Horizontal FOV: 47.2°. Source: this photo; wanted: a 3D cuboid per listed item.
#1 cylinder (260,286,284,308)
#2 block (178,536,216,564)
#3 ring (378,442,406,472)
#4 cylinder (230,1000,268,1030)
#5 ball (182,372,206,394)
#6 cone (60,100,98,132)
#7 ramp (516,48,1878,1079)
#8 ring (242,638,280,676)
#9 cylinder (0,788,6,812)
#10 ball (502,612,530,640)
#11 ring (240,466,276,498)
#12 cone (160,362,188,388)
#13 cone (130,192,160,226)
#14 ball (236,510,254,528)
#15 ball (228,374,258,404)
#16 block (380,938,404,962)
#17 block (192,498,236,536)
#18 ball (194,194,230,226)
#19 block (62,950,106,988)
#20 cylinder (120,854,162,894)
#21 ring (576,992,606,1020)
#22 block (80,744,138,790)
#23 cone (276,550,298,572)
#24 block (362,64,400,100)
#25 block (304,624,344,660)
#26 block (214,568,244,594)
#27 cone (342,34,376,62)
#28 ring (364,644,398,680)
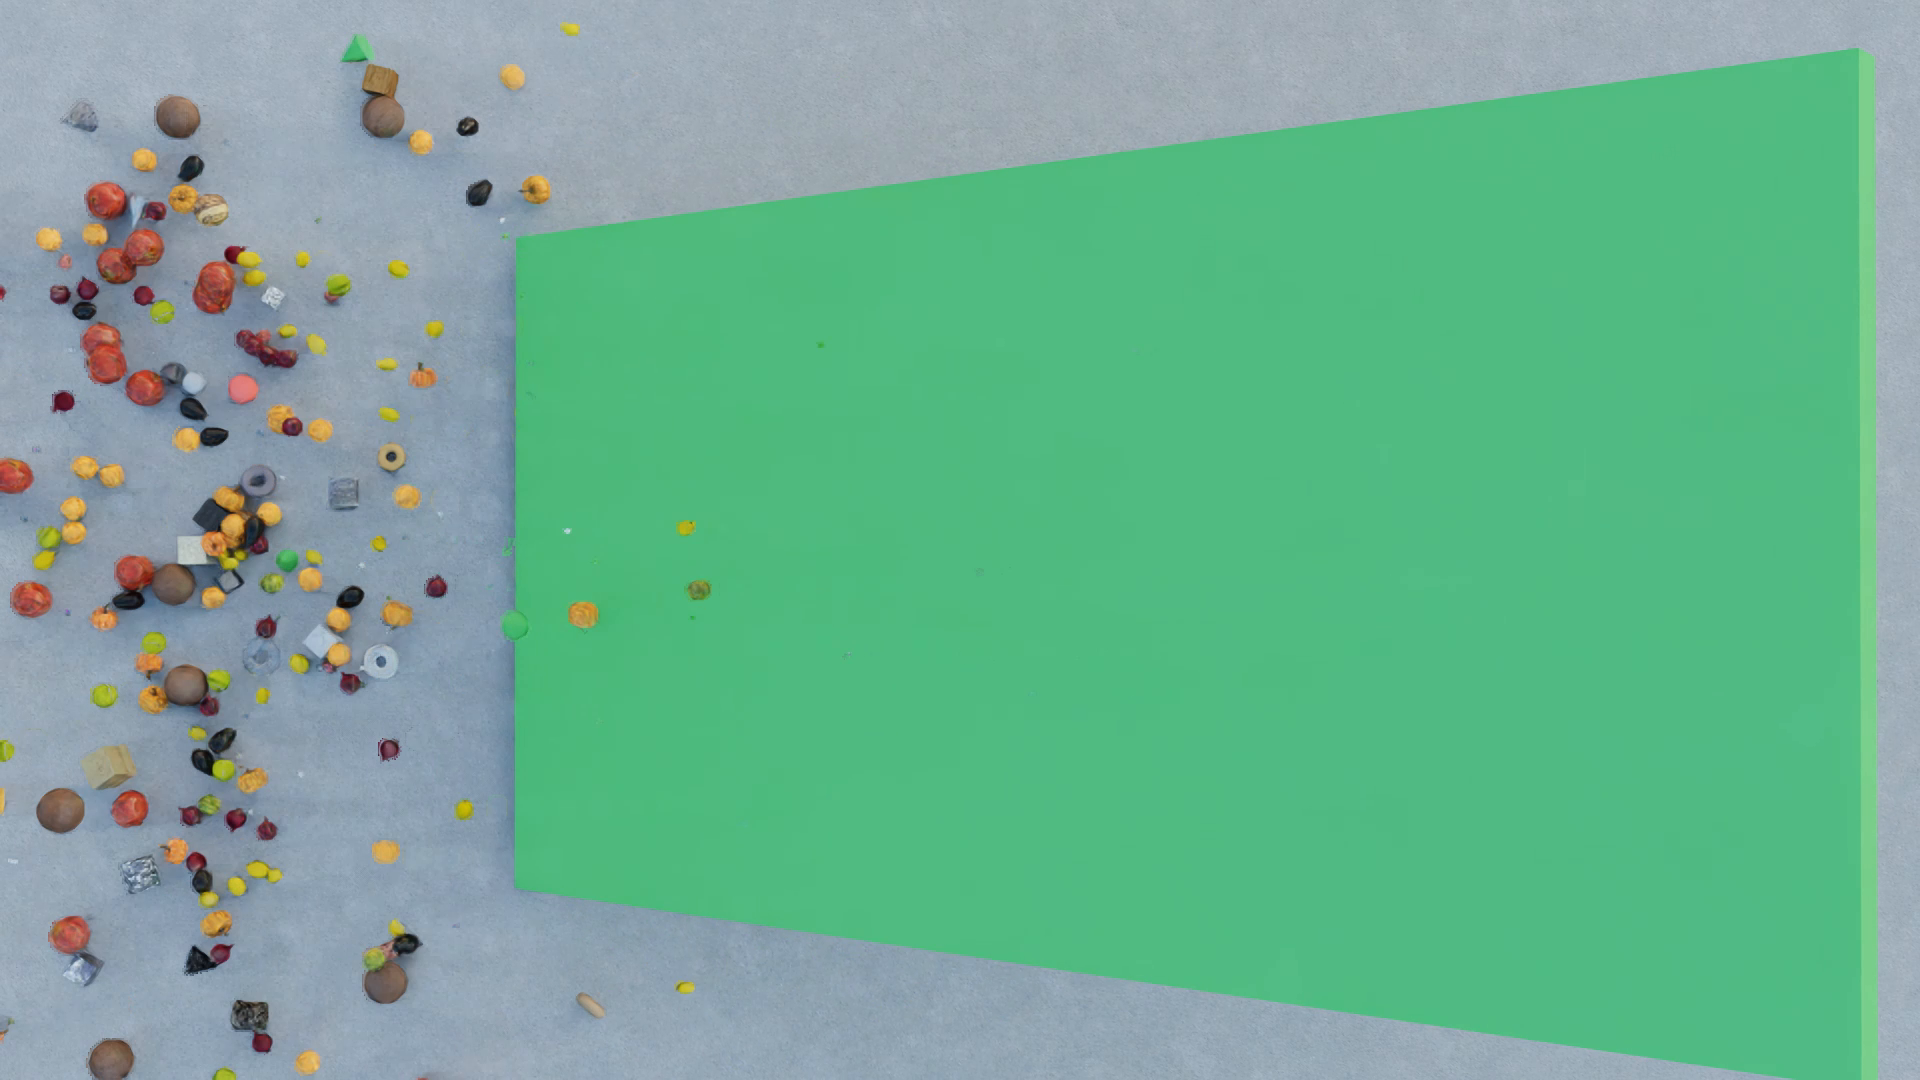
[{"bbox_3d":[-2.129,-0.753,6.812,0.054,0.054,0.054,32,90,0],"label":"cylinder"},{"bbox_3d":[-2.357,0.032,6.792,0.086,0.086,0.086,-1,90,0],"label":"block"},{"bbox_3d":[-1.764,-0.257,6.822,0.089,0.030,0.089,0,88,1],"label":"ring"},{"bbox_3d":[-2.189,1.465,6.779,0.086,0.086,0.086,0,90,4],"label":"cylinder"},{"bbox_3d":[-2.367,-0.485,6.796,0.073,0.073,0.073,0,90,0],"label":"ball"},{"bbox_3d":[-2.729,-1.294,6.773,0.099,0.099,0.099,15,119,30],"label":"cone"},{"bbox_3d":[0.213,0.062,5.528,4.000,0.100,2.000,0,90,39],"label":"ramp"},{"bbox_3d":[-2.164,0.362,6.813,0.119,0.040,0.119,0,89,1],"label":"ring"},{"bbox_3d":[-2.994,0.803,6.787,0.078,0.078,0.078,7,73,0],"label":"cylinder"},{"bbox_3d":[-1.304,0.250,6.452,0.082,0.082,0.082,0,90,0],"label":"ball"},{"bbox_3d":[-2.171,-0.183,6.805,0.106,0.035,0.106,4,70,-12],"label":"ring"},{"bbox_3d":[-2.425,-0.494,6.780,0.085,0.085,0.085,-6,115,-14],"label":"cone"},{"bbox_3d":[-2.535,-1.011,6.790,0.097,0.097,0.097,24,89,0],"label":"cone"},{"bbox_3d":[-2.216,-0.065,6.810,0.051,0.051,0.051,0,90,0],"label":"ball"},{"bbox_3d":[-2.216,-0.467,6.793,0.090,0.090,0.090,0,90,0],"label":"ball"},{"bbox_3d":[-1.759,1.267,6.802,0.050,0.050,0.050,-20,90,0],"label":"block"},{"bbox_3d":[-2.302,-0.071,6.794,0.081,0.081,0.081,37,90,0],"label":"block"},{"bbox_3d":[-2.200,-0.970,6.463,0.097,0.097,0.097,0,90,0],"label":"ball"},{"bbox_3d":[-2.705,1.324,6.789,0.074,0.074,0.074,32,90,0],"label":"block"},{"bbox_3d":[-2.525,1.031,6.778,0.096,0.096,0.096,-18,94,0],"label":"cylinder"},{"bbox_3d":[-1.138,1.436,6.775,0.107,0.107,0.036,40,78,0],"label":"ring"},{"bbox_3d":[-2.604,0.695,6.728,0.099,0.099,0.099,-31,78,16],"label":"block"},{"bbox_3d":[-2.089,0.064,6.799,0.070,0.070,0.070,0,90,0],"label":"cone"},{"bbox_3d":[-1.793,-1.418,6.804,0.080,0.080,0.080,14,90,0],"label":"block"},{"bbox_3d":[-1.966,0.313,6.795,0.076,0.076,0.076,43,90,1],"label":"block"},{"bbox_3d":[-2.261,0.127,6.806,0.056,0.056,0.056,-36,90,0],"label":"block"},{"bbox_3d":[-1.867,-1.495,6.768,0.092,0.092,0.092,-22,90,16],"label":"cone"},{"bbox_3d":[-1.793,0.378,6.814,0.110,0.037,0.110,0,91,1],"label":"ring"}]
